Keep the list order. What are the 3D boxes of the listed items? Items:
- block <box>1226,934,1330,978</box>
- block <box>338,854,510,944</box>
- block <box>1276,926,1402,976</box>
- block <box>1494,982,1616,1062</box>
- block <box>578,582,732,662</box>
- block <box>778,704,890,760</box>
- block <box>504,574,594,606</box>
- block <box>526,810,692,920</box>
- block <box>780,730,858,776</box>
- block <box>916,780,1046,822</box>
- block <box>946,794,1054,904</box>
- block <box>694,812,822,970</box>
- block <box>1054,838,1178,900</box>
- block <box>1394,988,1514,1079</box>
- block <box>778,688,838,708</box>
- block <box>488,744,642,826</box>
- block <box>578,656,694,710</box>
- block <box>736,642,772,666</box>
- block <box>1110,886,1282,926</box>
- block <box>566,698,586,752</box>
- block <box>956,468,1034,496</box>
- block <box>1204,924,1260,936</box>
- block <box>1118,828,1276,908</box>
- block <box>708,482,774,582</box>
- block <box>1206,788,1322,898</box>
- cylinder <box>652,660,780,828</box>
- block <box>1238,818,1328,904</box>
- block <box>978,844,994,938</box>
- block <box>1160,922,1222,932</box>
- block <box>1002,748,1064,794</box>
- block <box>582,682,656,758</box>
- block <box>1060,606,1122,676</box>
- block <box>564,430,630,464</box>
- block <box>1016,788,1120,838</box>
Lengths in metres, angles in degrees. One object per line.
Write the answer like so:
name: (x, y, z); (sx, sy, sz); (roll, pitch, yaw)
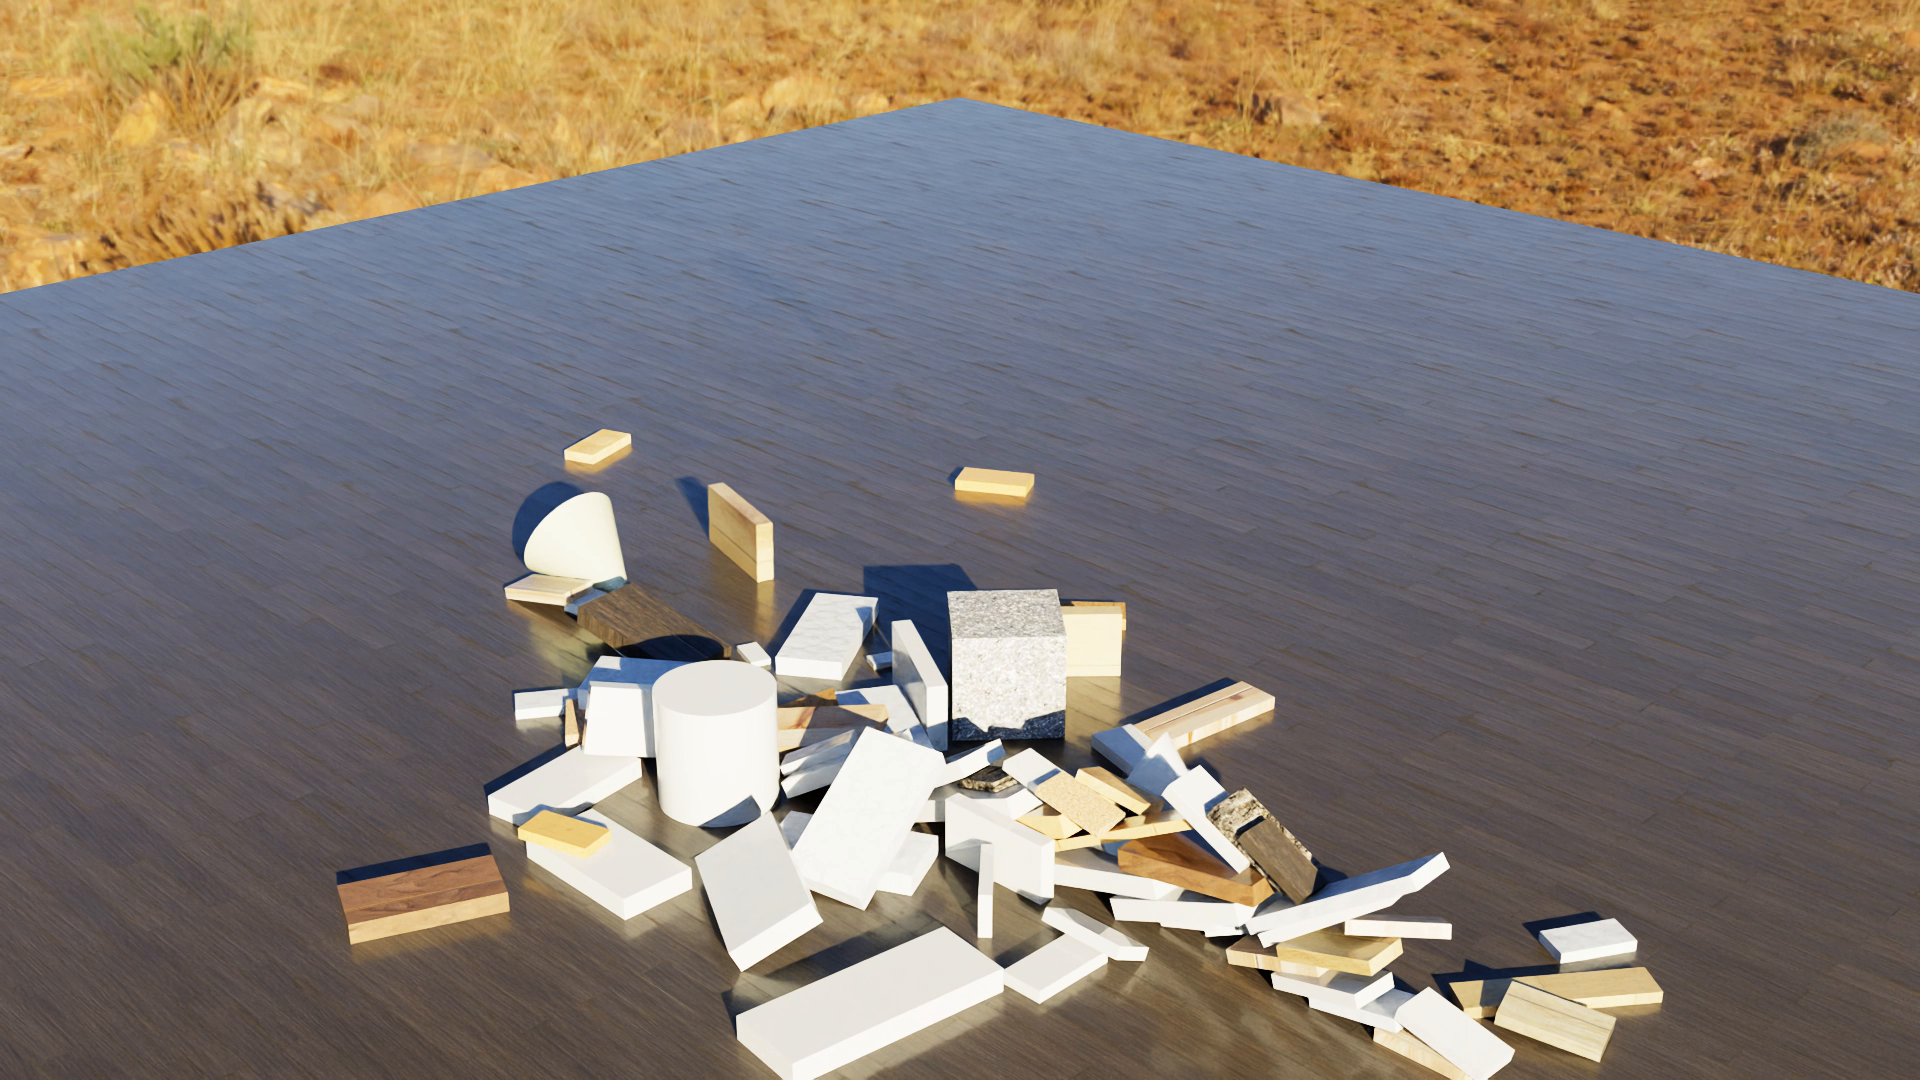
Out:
block: (0.583, 0.735, 3.923); (0.194, 0.028, 0.097); (-1, 16, 44)
block: (-1.007, 0.672, 4.125); (0.292, 0.041, 0.146); (-9, 25, -21)
block: (0.658, 0.711, 3.821); (0.194, 0.028, 0.097); (0, 16, 45)
block: (1.017, 0.822, 3.757); (0.182, 0.026, 0.091); (17, 35, 24)
block: (-0.704, 0.218, 5.057); (0.336, 0.048, 0.168); (30, 37, 31)
block: (-0.287, 0.407, 4.652); (0.252, 0.036, 0.126); (-4, 36, 21)
block: (-1.009, 0.122, 5.397); (0.202, 0.029, 0.101); (5, 22, 35)
block: (-0.678, 0.621, 4.239); (0.158, 0.045, 0.316); (-21, 31, -40)
block: (-0.290, 0.439, 4.539); (0.156, 0.022, 0.078); (-21, 11, 10)
block: (0.045, 0.507, 4.355); (0.158, 0.045, 0.316); (-23, 9, -41)
block: (0.074, 0.590, 4.209); (0.253, 0.126, 0.036); (21, 31, 40)
block: (-0.377, 0.647, 4.082); (0.170, 0.048, 0.340); (-31, 28, -3)
block: (0.300, 0.614, 4.159); (0.296, 0.042, 0.148); (1, 17, 45)
block: (0.827, 0.828, 3.680); (0.090, 0.025, 0.179); (-21, 43, -40)
block: (-0.345, 0.375, 4.791); (0.162, 0.023, 0.081); (-18, 26, -3)
block: (-0.809, 0.505, 4.517); (0.146, 0.041, 0.292); (15, 27, 32)
block: (-0.648, 0.323, 4.817); (0.336, 0.048, 0.168); (4, 23, 8)
block: (-0.479, 0.267, 5.114); (0.049, 0.014, 0.097); (-11, 25, -23)
block: (0.436, 0.653, 4.035); (0.296, 0.042, 0.148); (-7, 12, 46)
block: (-0.684, 0.394, 4.771); (0.336, 0.048, 0.168); (-3, 23, -8)
block: (0.097, -0.162, 6.106); (0.200, 0.028, 0.100); (6, 24, 14)
block: (0.514, 0.703, 4.035); (0.120, 0.017, 0.060); (-8, 13, 21)
block: (0.450, 0.585, 3.996); (0.296, 0.042, 0.148); (10, 24, 41)
block: (-0.561, -0.022, 5.613); (0.044, 0.154, 0.309); (-11, 25, -27)
block: (0.541, 0.536, 3.912); (0.198, 0.028, 0.099); (45, 42, 20)
cylinder: (-0.494, 0.412, 4.471); (0.250, 0.250, 0.250); (0, 23, 0)
block: (0.567, 0.563, 3.858); (0.077, 0.022, 0.154); (-22, 60, -42)
block: (0.050, 0.654, 4.105); (0.025, 0.090, 0.180); (1, 23, 2)
block: (0.435, 0.697, 4.056); (0.120, 0.017, 0.060); (-1, 16, 38)
block: (0.161, 0.459, 4.237); (0.074, 0.021, 0.149); (-22, 43, -41)
block: (-0.636, 0.380, 4.607); (0.292, 0.146, 0.041); (5, 12, -17)
block: (0.211, 0.232, 5.017); (0.310, 0.155, 0.044); (0, 23, -1)
block: (-1.048, -0.271, 6.364); (0.097, 0.027, 0.193); (10, 25, 23)
block: (0.143, 0.533, 4.298); (0.158, 0.045, 0.316); (-22, 9, -41)
